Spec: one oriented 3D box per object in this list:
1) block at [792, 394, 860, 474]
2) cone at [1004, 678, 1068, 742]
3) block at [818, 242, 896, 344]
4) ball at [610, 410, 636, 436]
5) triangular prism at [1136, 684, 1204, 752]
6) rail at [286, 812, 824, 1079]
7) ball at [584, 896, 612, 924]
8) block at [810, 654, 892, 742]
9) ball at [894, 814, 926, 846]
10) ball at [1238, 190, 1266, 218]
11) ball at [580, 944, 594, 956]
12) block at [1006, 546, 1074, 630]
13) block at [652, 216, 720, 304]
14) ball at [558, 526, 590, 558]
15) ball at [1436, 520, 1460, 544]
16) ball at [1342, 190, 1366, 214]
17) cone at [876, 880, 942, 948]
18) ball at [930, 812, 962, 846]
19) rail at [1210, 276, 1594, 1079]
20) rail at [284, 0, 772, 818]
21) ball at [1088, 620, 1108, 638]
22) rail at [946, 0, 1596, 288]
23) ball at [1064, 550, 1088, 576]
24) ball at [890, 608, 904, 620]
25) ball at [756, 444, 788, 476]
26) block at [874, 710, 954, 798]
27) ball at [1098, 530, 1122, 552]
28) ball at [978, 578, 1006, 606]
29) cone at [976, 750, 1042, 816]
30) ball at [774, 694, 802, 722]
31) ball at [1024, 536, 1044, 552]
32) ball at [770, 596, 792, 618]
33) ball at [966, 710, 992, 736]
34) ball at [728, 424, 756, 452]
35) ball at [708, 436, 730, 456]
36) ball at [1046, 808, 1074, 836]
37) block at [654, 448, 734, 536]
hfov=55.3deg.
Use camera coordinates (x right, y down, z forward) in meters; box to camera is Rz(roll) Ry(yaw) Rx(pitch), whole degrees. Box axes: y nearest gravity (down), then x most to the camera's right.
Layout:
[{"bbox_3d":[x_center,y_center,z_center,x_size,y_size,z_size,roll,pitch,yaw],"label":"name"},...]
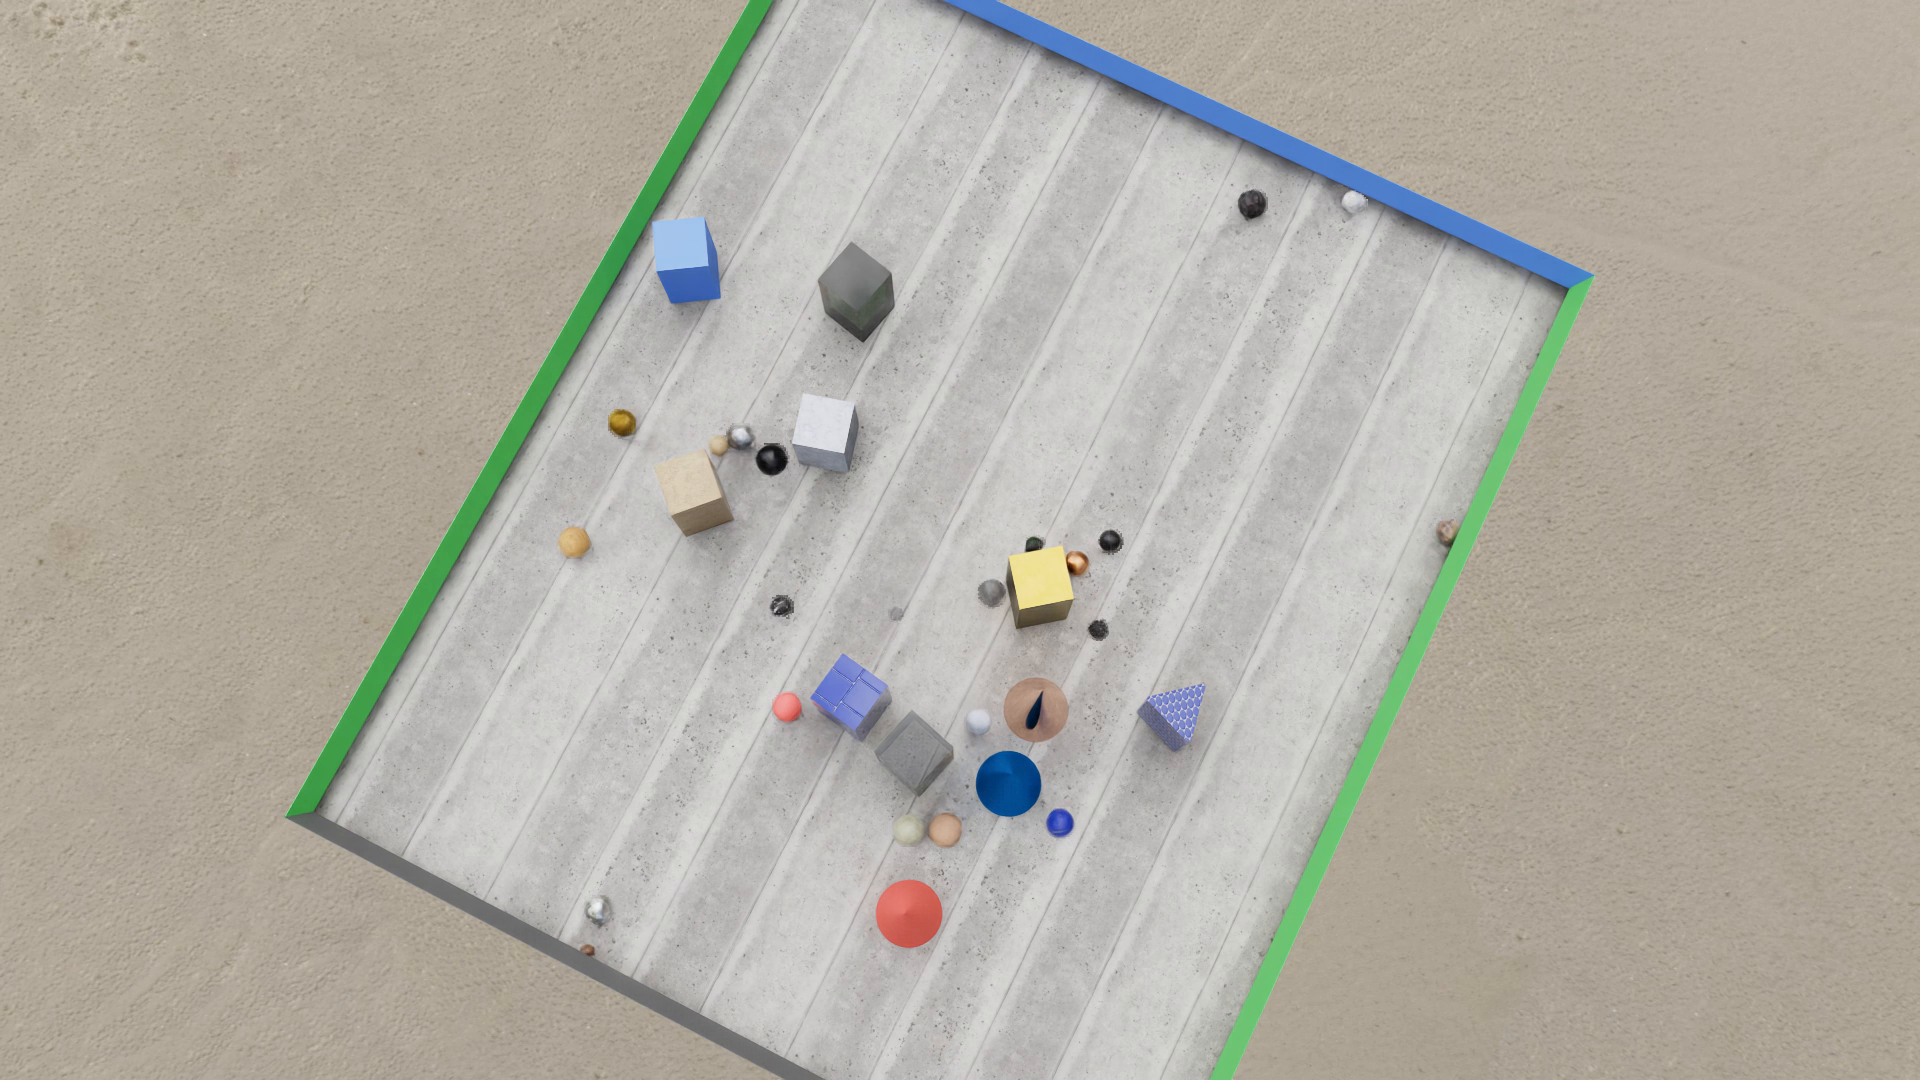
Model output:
[{"bbox_3d":[-0.405,-0.321,5.555,0.157,0.250,0.157,11,79,2],"label":"block"},{"bbox_3d":[0.229,0.461,5.273,0.196,0.486,0.196,0,78,0],"label":"cone"},{"bbox_3d":[-0.314,-0.756,5.617,0.157,0.306,0.157,39,81,7],"label":"block"},{"bbox_3d":[-1.039,-0.360,5.650,0.081,0.081,0.081,0,78,0],"label":"ball"},{"bbox_3d":[0.642,0.492,5.350,0.147,0.322,0.170,-43,81,-8],"label":"triangular prism"},{"bbox_3d":[-0.713,1.404,5.260,2.769,0.127,0.045,26,80,5],"label":"rail"},{"bbox_3d":[-1.056,1.081,5.352,0.079,0.079,0.079,0,78,0],"label":"ball"},{"bbox_3d":[-0.313,0.463,5.334,0.157,0.366,0.157,35,80,7],"label":"block"},{"bbox_3d":[-0.149,0.852,5.393,0.093,0.093,0.093,0,78,0],"label":"ball"},{"bbox_3d":[0.922,-1.063,5.792,0.088,0.088,0.088,0,78,0],"label":"ball"},{"bbox_3d":[-1.090,1.200,5.347,0.041,0.041,0.041,0,78,0],"label":"ball"},{"bbox_3d":[0.231,0.143,5.400,0.157,0.366,0.157,-11,79,-2],"label":"block"},{"bbox_3d":[-0.840,-0.859,5.643,0.157,0.296,0.157,-6,78,-1],"label":"block"},{"bbox_3d":[-1.172,0.006,5.568,0.094,0.094,0.094,0,78,0],"label":"ball"},{"bbox_3d":[1.488,-0.024,5.586,0.069,0.069,0.069,0,78,0],"label":"ball"},{"bbox_3d":[1.247,-1.070,5.801,0.072,0.072,0.072,0,78,0],"label":"ball"},{"bbox_3d":[-0.150,1.057,5.186,0.196,0.415,0.196,0,78,0],"label":"cone"},{"bbox_3d":[-0.041,0.851,5.390,0.098,0.098,0.098,0,78,0],"label":"ball"},{"bbox_3d":[1.217,0.603,5.426,0.045,0.127,3.238,26,80,5],"label":"rail"},{"bbox_3d":[-1.217,-0.589,5.672,0.045,0.127,3.238,26,80,5],"label":"rail"},{"bbox_3d":[0.417,0.269,5.532,0.056,0.056,0.056,0,78,0],"label":"ball"},{"bbox_3d":[0.713,-1.390,5.838,2.769,0.127,0.045,26,80,5],"label":"rail"},{"bbox_3d":[0.352,0.069,5.563,0.076,0.076,0.076,0,78,0],"label":"ball"},{"bbox_3d":[-0.192,0.225,5.549,0.041,0.041,0.041,0,78,0],"label":"ball"},{"bbox_3d":[-0.577,-0.245,5.618,0.096,0.096,0.096,0,78,0],"label":"ball"},{"bbox_3d":[-0.129,0.622,5.294,0.157,0.379,0.157,41,81,8],"label":"block"},{"bbox_3d":[0.456,0.002,5.581,0.068,0.068,0.068,0,78,0],"label":"ball"},{"bbox_3d":[0.095,0.157,5.541,0.084,0.084,0.084,0,78,0],"label":"ball"},{"bbox_3d":[0.145,0.690,5.290,0.196,0.361,0.196,0,78,0],"label":"cone"},{"bbox_3d":[-0.514,0.501,5.469,0.086,0.086,0.086,0,78,0],"label":"ball"},{"bbox_3d":[0.227,0.020,5.582,0.059,0.059,0.059,0,78,0],"label":"ball"},{"bbox_3d":[-0.541,0.203,5.542,0.063,0.063,0.063,0,78,0],"label":"ball"},{"bbox_3d":[0.055,0.544,5.466,0.075,0.075,0.075,0,78,0],"label":"ball"},{"bbox_3d":[-0.673,-0.315,5.638,0.086,0.086,0.086,0,78,0],"label":"ball"},{"bbox_3d":[-0.743,-0.288,5.644,0.063,0.063,0.063,0,78,0],"label":"ball"},{"bbox_3d":[0.295,0.832,5.403,0.082,0.082,0.082,0,78,0],"label":"ball"},{"bbox_3d":[-0.794,-0.139,5.489,0.157,0.307,0.157,-20,79,-4],"label":"block"}]
